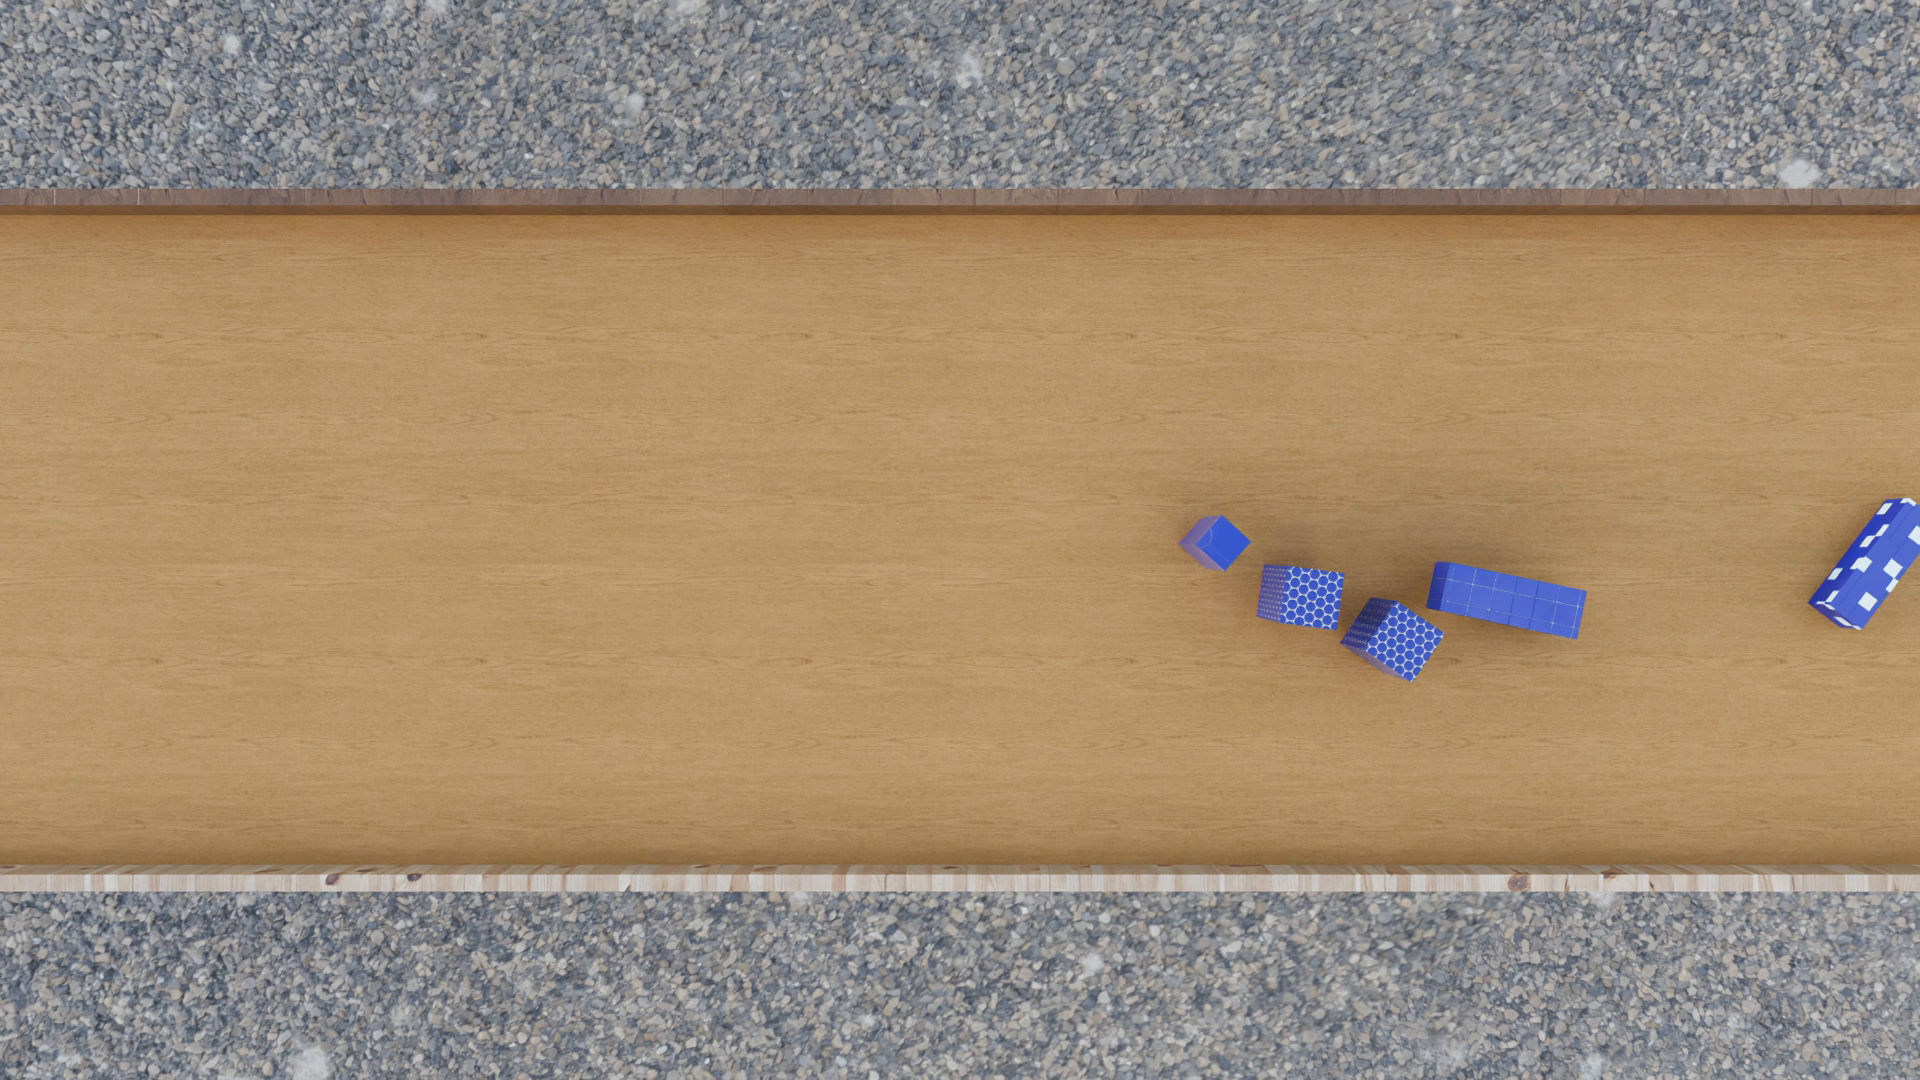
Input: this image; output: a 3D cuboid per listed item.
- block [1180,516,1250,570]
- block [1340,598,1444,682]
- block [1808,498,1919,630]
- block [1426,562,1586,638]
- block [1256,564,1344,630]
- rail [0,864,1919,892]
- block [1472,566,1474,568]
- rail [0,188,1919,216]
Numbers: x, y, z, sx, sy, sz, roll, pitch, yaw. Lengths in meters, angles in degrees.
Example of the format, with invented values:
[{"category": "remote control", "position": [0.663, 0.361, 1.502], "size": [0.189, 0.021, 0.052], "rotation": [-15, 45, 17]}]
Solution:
[{"category": "block", "position": [0.751, 0.009, 4.889], "size": [0.113, 0.376, 0.113], "rotation": [42, 90, 0]}, {"category": "block", "position": [1.287, 0.294, 4.925], "size": [0.170, 0.303, 0.170], "rotation": [34, 90, 0]}, {"category": "block", "position": [2.780, 0.072, 5.014], "size": [0.124, 0.124, 0.401], "rotation": [37, 90, 0]}, {"category": "block", "position": [1.610, 0.177, 4.871], "size": [0.408, 0.143, 0.143], "rotation": [12, 90, 0]}, {"category": "block", "position": [1.005, 0.166, 4.893], "size": [0.164, 0.367, 0.164], "rotation": [8, 90, 0]}, {"category": "rail", "position": [-2.247, 1.025, 5.001], "size": [12.000, 0.150, 0.050], "rotation": [0, 90, 0]}, {"category": "block", "position": [1.674, 0.184, 5.010], "size": [0.339, 0.134, 0.134], "rotation": [14, 90, 0]}, {"category": "rail", "position": [-2.247, -1.025, 5.002], "size": [12.000, 0.150, 0.050], "rotation": [0, 90, 0]}]
